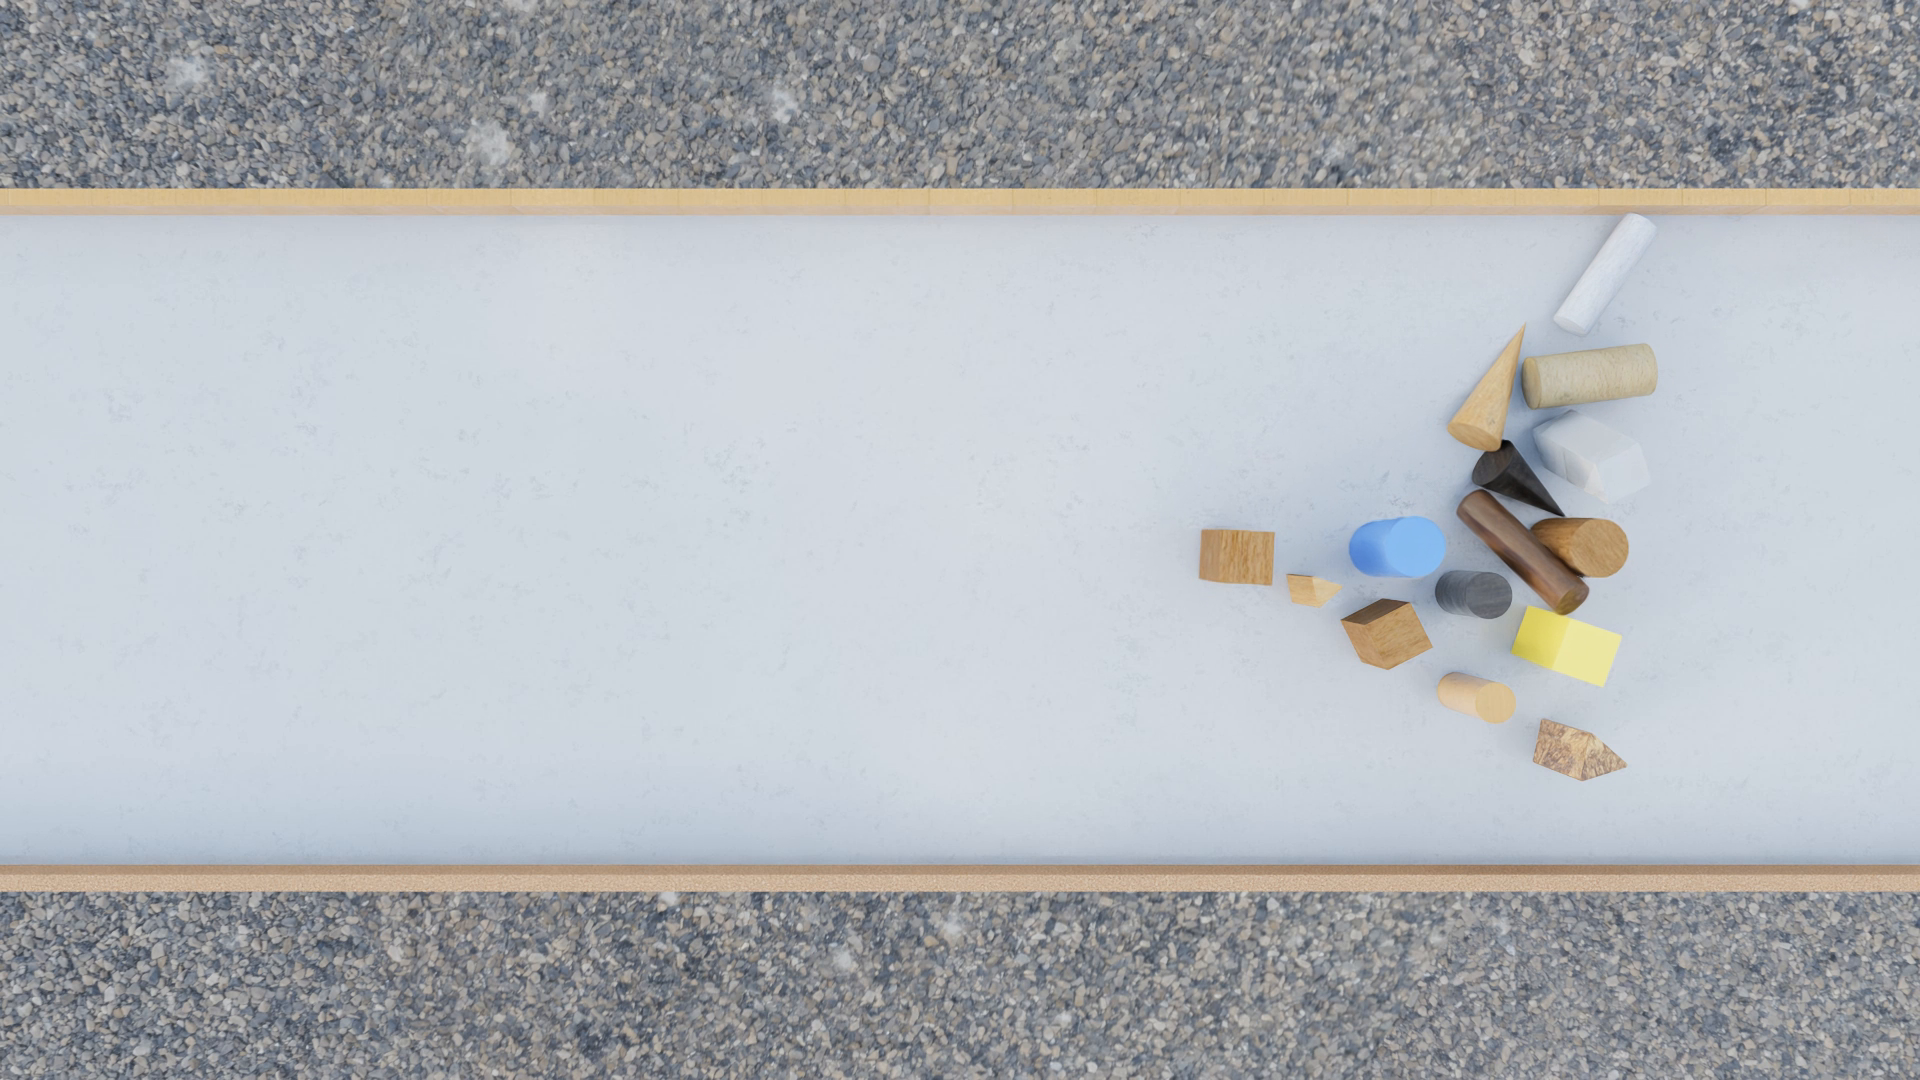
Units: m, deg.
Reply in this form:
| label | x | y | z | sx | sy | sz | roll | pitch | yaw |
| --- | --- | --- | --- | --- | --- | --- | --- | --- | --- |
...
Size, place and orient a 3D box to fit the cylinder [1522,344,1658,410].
| label | x | y | z | sx | sy | sz | roll | pitch | yaw |
| --- | --- | --- | --- | --- | --- | --- | --- | --- | --- |
| cylinder | 1.904 | -0.495 | 4.996 | 0.353 | 0.161 | 0.161 | -7 | 90 | 0 |

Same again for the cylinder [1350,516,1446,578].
| label | x | y | z | sx | sy | sz | roll | pitch | yaw |
| --- | --- | --- | --- | --- | --- | --- | --- | --- | --- |
| cylinder | 1.285 | 0.024 | 4.869 | 0.172 | 0.409 | 0.172 | 0 | 89 | -1 |

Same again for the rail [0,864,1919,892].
| label | x | y | z | sx | sy | sz | roll | pitch | yaw |
| --- | --- | --- | --- | --- | --- | --- | --- | --- | --- |
| rail | -2.247 | 1.025 | 5.001 | 12.000 | 0.150 | 0.050 | 0 | 90 | 0 |

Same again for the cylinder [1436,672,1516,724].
| label | x | y | z | sx | sy | sz | roll | pitch | yaw |
| --- | --- | --- | --- | --- | --- | --- | --- | --- | --- |
| cylinder | 1.526 | 0.465 | 4.888 | 0.118 | 0.376 | 0.118 | 0 | 90 | 0 |

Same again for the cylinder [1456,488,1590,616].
| label | x | y | z | sx | sy | sz | roll | pitch | yaw |
| --- | --- | --- | --- | --- | --- | --- | --- | --- | --- |
| cylinder | 1.661 | 0.032 | 4.884 | 0.117 | 0.117 | 0.454 | -35 | 49 | 0 |

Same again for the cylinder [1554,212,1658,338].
| label | x | y | z | sx | sy | sz | roll | pitch | yaw |
| --- | --- | --- | --- | --- | --- | --- | --- | --- | --- |
| cylinder | 1.966 | -0.806 | 5.020 | 0.114 | 0.114 | 0.380 | 35 | 90 | 0 |

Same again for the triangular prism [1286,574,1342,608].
| label | x | y | z | sx | sy | sz | roll | pitch | yaw |
| --- | --- | --- | --- | --- | --- | --- | --- | --- | --- |
| triangular prism | 1.032 | 0.134 | 4.890 | 0.091 | 0.373 | 0.079 | -42 | 90 | 0 |

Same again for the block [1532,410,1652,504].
| label | x | y | z | sx | sy | sz | roll | pitch | yaw |
| --- | --- | --- | --- | --- | --- | --- | --- | --- | --- |
| block | 1.863 | -0.250 | 4.877 | 0.139 | 0.374 | 0.139 | -27 | 112 | 0 |

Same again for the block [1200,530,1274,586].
| label | x | y | z | sx | sy | sz | roll | pitch | yaw |
| --- | --- | --- | --- | --- | --- | --- | --- | --- | --- |
| block | 0.816 | 0.048 | 4.883 | 0.153 | 0.387 | 0.153 | 3 | 90 | 0 |

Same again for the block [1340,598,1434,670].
| label | x | y | z | sx | sy | sz | roll | pitch | yaw |
| --- | --- | --- | --- | --- | --- | --- | --- | --- | --- |
| block | 1.268 | 0.278 | 4.920 | 0.146 | 0.314 | 0.146 | -27 | 90 | 0 |

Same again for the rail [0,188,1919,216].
| label | x | y | z | sx | sy | sz | roll | pitch | yaw |
| --- | --- | --- | --- | --- | --- | --- | --- | --- | --- |
| rail | -2.247 | -1.025 | 5.002 | 12.000 | 0.150 | 0.050 | 0 | 90 | 0 |

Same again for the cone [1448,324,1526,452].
| label | x | y | z | sx | sy | sz | roll | pitch | yaw |
| --- | --- | --- | --- | --- | --- | --- | --- | --- | --- |
| cone | 1.650 | -0.493 | 5.036 | 0.167 | 0.167 | 0.417 | 27 | 79 | 0 |

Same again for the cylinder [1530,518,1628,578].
| label | x | y | z | sx | sy | sz | roll | pitch | yaw |
| --- | --- | --- | --- | --- | --- | --- | --- | --- | --- |
| cylinder | 1.827 | 0.021 | 4.900 | 0.171 | 0.347 | 0.171 | 0 | 91 | -2 |

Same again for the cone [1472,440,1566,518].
| label | x | y | z | sx | sy | sz | roll | pitch | yaw |
| --- | --- | --- | --- | --- | --- | --- | --- | --- | --- |
| cone | 1.742 | -0.149 | 5.036 | 0.321 | 0.165 | 0.165 | 33 | 90 | -15 |

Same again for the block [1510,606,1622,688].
| label | x | y | z | sx | sy | sz | roll | pitch | yaw |
| --- | --- | --- | --- | --- | --- | --- | --- | --- | --- |
| block | 1.793 | 0.311 | 4.892 | 0.156 | 0.357 | 0.156 | 19 | 94 | -1 |

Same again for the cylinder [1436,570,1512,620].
| label | x | y | z | sx | sy | sz | roll | pitch | yaw |
| --- | --- | --- | --- | --- | --- | --- | --- | --- | --- |
| cylinder | 1.530 | 0.161 | 4.924 | 0.137 | 0.306 | 0.137 | 0 | 90 | 0 |

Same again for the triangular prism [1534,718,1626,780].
| label | x | y | z | sx | sy | sz | roll | pitch | yaw |
| --- | --- | --- | --- | --- | --- | --- | --- | --- | --- |
| triangular prism | 1.812 | 0.606 | 4.881 | 0.139 | 0.390 | 0.120 | -18 | 90 | 0 |
